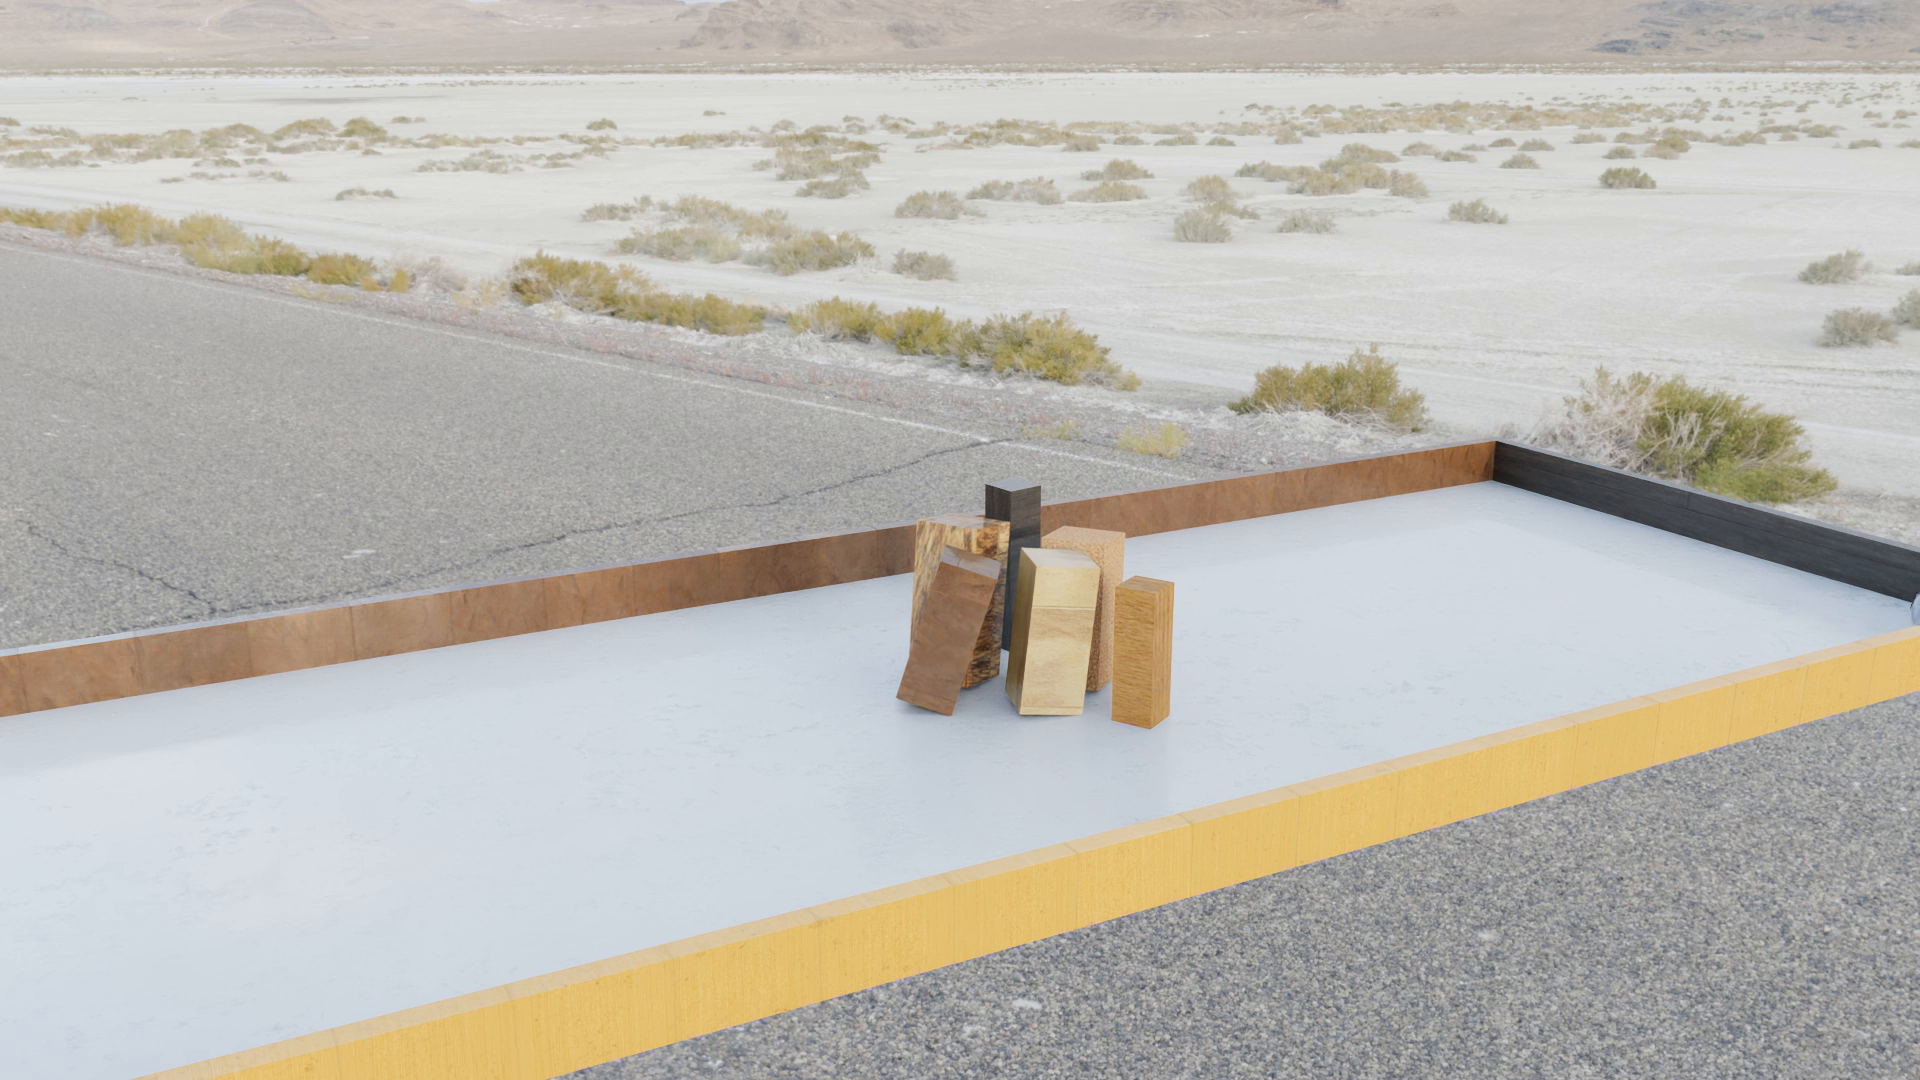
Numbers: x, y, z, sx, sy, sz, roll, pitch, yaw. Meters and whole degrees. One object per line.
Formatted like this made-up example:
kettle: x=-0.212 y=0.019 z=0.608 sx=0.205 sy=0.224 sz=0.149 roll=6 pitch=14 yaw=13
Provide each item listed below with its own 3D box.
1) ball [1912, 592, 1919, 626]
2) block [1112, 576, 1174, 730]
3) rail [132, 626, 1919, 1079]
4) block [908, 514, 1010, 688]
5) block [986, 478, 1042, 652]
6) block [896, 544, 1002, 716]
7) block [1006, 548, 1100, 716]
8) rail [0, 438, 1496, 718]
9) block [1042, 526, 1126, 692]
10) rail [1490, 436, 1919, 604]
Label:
ball: x=2.619 y=0.196 z=4.345 sx=0.194 sy=0.194 sz=0.194 roll=0 pitch=16 yaw=0
block: x=0.429 y=0.263 z=3.869 sx=0.102 sy=0.333 sz=0.102 roll=10 pitch=19 yaw=31
rail: x=-2.336 y=1.006 z=1.665 sx=12.000 sy=0.150 sz=0.050 roll=-9 pitch=18 yaw=-27
block: x=-0.003 y=0.147 z=4.122 sx=0.169 sy=0.395 sz=0.169 roll=9 pitch=11 yaw=29
block: x=0.139 y=0.065 z=4.358 sx=0.103 sy=0.437 sz=0.103 roll=-13 pitch=21 yaw=-37
block: x=-0.027 y=0.215 z=3.939 sx=0.139 sy=0.361 sz=0.139 roll=18 pitch=17 yaw=0
block: x=0.219 y=0.218 z=3.941 sx=0.154 sy=0.366 sz=0.154 roll=2 pitch=16 yaw=-13
rail: x=-3.305 y=0.497 z=3.399 sx=12.000 sy=0.150 sz=0.050 roll=-9 pitch=18 yaw=-27
block: x=0.301 y=0.168 z=4.112 sx=0.162 sy=0.368 sz=0.162 roll=7 pitch=14 yaw=22
rail: x=2.466 y=-0.048 z=5.253 sx=0.050 sy=0.150 sz=2.100 roll=-9 pitch=18 yaw=-27
